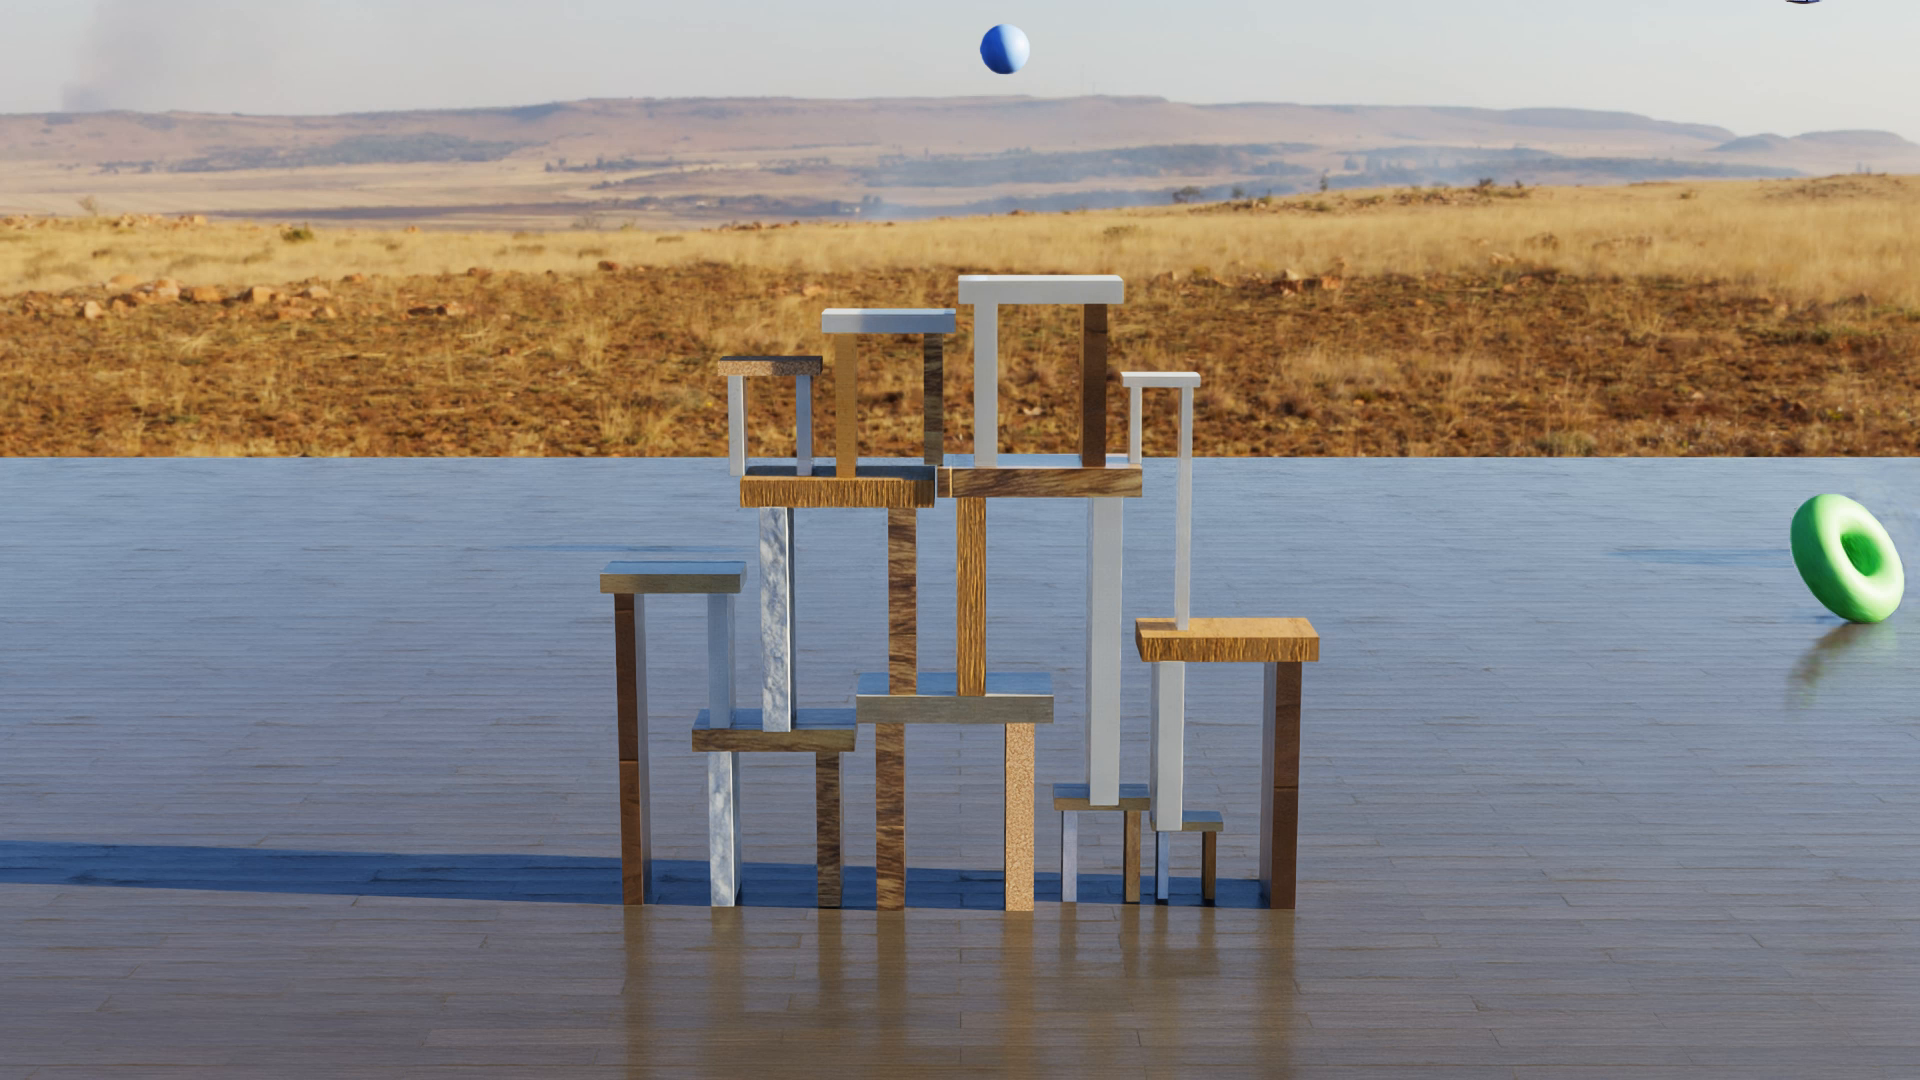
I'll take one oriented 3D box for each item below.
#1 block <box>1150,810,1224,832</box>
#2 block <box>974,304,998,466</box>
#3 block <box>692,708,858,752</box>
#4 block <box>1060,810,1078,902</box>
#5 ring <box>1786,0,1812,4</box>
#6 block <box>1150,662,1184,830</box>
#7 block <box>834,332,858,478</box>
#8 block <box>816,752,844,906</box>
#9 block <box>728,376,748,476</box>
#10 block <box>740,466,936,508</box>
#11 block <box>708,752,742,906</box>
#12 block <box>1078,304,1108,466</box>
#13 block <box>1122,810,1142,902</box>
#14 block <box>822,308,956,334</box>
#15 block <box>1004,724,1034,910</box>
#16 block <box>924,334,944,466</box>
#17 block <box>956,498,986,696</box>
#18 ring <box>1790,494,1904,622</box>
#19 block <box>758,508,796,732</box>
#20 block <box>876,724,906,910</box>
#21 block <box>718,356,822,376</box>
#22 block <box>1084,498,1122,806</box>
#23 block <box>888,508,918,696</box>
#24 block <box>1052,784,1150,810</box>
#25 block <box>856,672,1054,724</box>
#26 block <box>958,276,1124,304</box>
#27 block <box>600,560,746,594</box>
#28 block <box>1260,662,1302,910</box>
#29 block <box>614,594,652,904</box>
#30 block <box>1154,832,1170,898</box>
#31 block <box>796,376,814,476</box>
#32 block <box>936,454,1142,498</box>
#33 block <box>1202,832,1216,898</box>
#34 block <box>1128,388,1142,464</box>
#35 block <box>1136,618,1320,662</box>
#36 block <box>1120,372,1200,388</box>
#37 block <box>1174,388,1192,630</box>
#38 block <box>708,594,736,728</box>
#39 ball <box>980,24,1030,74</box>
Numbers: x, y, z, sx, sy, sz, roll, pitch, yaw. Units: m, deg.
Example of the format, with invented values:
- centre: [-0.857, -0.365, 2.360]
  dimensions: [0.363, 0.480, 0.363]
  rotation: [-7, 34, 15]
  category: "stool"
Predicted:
- centre: [0.375, 0.466, 3.650]
  dimensions: [0.117, 0.017, 0.058]
  rotation: [0, 10, 0]
  category: "block"
- centre: [0.041, -0.253, 3.512]
  dimensions: [0.036, 0.257, 0.128]
  rotation: [0, 11, 0]
  category: "block"
- centre: [-0.302, 0.312, 3.622]
  dimensions: [0.263, 0.037, 0.131]
  rotation: [0, 11, 0]
  category: "block"
- centre: [0.181, 0.513, 3.655]
  dimensions: [0.022, 0.157, 0.078]
  rotation: [0, 11, 0]
  category: "block"
- centre: [2.168, -1.502, 5.628]
  dimensions: [0.255, 0.255, 0.085]
  rotation: [-3, 23, -13]
  category: "ring"
- centre: [0.339, 0.320, 3.615]
  dimensions: [0.040, 0.283, 0.141]
  rotation: [0, 10, 0]
  category: "block"
- centre: [-0.182, -0.222, 3.524]
  dimensions: [0.030, 0.229, 0.105]
  rotation: [0, 11, 0]
  category: "block"
- centre: [-0.215, 0.460, 3.650]
  dimensions: [0.037, 0.263, 0.131]
  rotation: [0, 11, 0]
  category: "block"
- centre: [-0.356, -0.188, 3.529]
  dimensions: [0.023, 0.161, 0.081]
  rotation: [0, 11, 0]
  category: "block"
- centre: [-0.194, -0.087, 3.543]
  dimensions: [0.306, 0.043, 0.153]
  rotation: [0, 11, 0]
  category: "block"
- centre: [-0.390, 0.460, 3.650]
  dimensions: [0.037, 0.263, 0.131]
  rotation: [0, 11, 0]
  category: "block"
- centre: [0.212, -0.253, 3.512]
  dimensions: [0.036, 0.257, 0.128]
  rotation: [0, 11, 0]
  category: "block"
- centre: [0.286, 0.513, 3.655]
  dimensions: [0.022, 0.157, 0.078]
  rotation: [0, 11, 0]
  category: "block"
- centre: [-0.112, -0.349, 3.500]
  dimensions: [0.210, 0.030, 0.105]
  rotation: [0, 11, 0]
  category: "block"
- centre: [0.097, 0.435, 3.637]
  dimensions: [0.045, 0.316, 0.158]
  rotation: [0, 11, 0]
  category: "block"
- centre: [-0.042, -0.231, 3.521]
  dimensions: [0.030, 0.210, 0.105]
  rotation: [0, 11, 0]
  category: "block"
- centre: [0.018, 0.077, 3.573]
  dimensions: [0.046, 0.323, 0.162]
  rotation: [0, 11, 0]
  category: "block"
- centre: [2.318, 0.047, 5.747]
  dimensions: [0.363, 0.363, 0.121]
  rotation: [-9, -20, -39]
  category: "ring"
- centre: [-0.296, 0.115, 3.581]
  dimensions: [0.043, 0.367, 0.153]
  rotation: [0, 11, 0]
  category: "block"
- centre: [-0.113, 0.435, 3.637]
  dimensions: [0.045, 0.316, 0.158]
  rotation: [0, 11, 0]
  category: "block"
- centre: [-0.302, -0.279, 3.512]
  dimensions: [0.161, 0.023, 0.081]
  rotation: [0, 11, -1]
  category: "block"
- centre: [0.233, 0.166, 3.589]
  dimensions: [0.046, 0.505, 0.162]
  rotation: [0, 11, 0]
  category: "block"
- centre: [-0.092, 0.085, 3.575]
  dimensions: [0.043, 0.306, 0.153]
  rotation: [0, 11, 0]
  category: "block"
- centre: [0.233, 0.425, 3.639]
  dimensions: [0.157, 0.022, 0.078]
  rotation: [0, 11, 0]
  category: "block"
- centre: [-0.008, 0.258, 3.604]
  dimensions: [0.316, 0.045, 0.158]
  rotation: [0, 11, 0]
  category: "block"
- centre: [0.126, -0.397, 3.486]
  dimensions: [0.256, 0.036, 0.128]
  rotation: [0, 11, 0]
  category: "block"
- centre: [-0.463, 0.060, 3.572]
  dimensions: [0.223, 0.032, 0.112]
  rotation: [0, 11, 0]
  category: "block"
- centre: [0.528, 0.386, 3.627]
  dimensions: [0.040, 0.416, 0.141]
  rotation: [0, 11, 0]
  category: "block"
- centre: [-0.538, 0.333, 3.623]
  dimensions: [0.032, 0.523, 0.112]
  rotation: [0, 11, 0]
  category: "block"
- centre: [0.336, 0.532, 3.662]
  dimensions: [0.017, 0.117, 0.059]
  rotation: [0, 11, 0]
  category: "block"
- centre: [-0.248, -0.188, 3.529]
  dimensions: [0.023, 0.161, 0.081]
  rotation: [0, 11, 0]
  category: "block"
- centre: [0.125, -0.105, 3.539]
  dimensions: [0.323, 0.046, 0.162]
  rotation: [0, 11, 0]
  category: "block"
- centre: [0.414, 0.532, 3.662]
  dimensions: [0.017, 0.117, 0.059]
  rotation: [0, 11, 0]
  category: "block"
- centre: [0.279, -0.188, 3.526]
  dimensions: [0.017, 0.122, 0.061]
  rotation: [0, 11, 0]
  category: "block"
- centre: [0.433, 0.162, 3.585]
  dimensions: [0.283, 0.040, 0.141]
  rotation: [0, 11, 0]
  category: "block"
- centre: [0.320, -0.256, 3.512]
  dimensions: [0.122, 0.017, 0.061]
  rotation: [0, 11, 0]
  category: "block"
- centre: [0.361, -0.053, 3.551]
  dimensions: [0.017, 0.396, 0.061]
  rotation: [0, 11, 0]
  category: "block"
- centre: [-0.389, 0.185, 3.595]
  dimensions: [0.032, 0.223, 0.112]
  rotation: [0, 11, 0]
  category: "block"
- centre: [0.119, -1.294, 5.800]
  dimensions: [0.130, 0.130, 0.130]
  rotation: [0, 11, 0]
  category: "ball"
